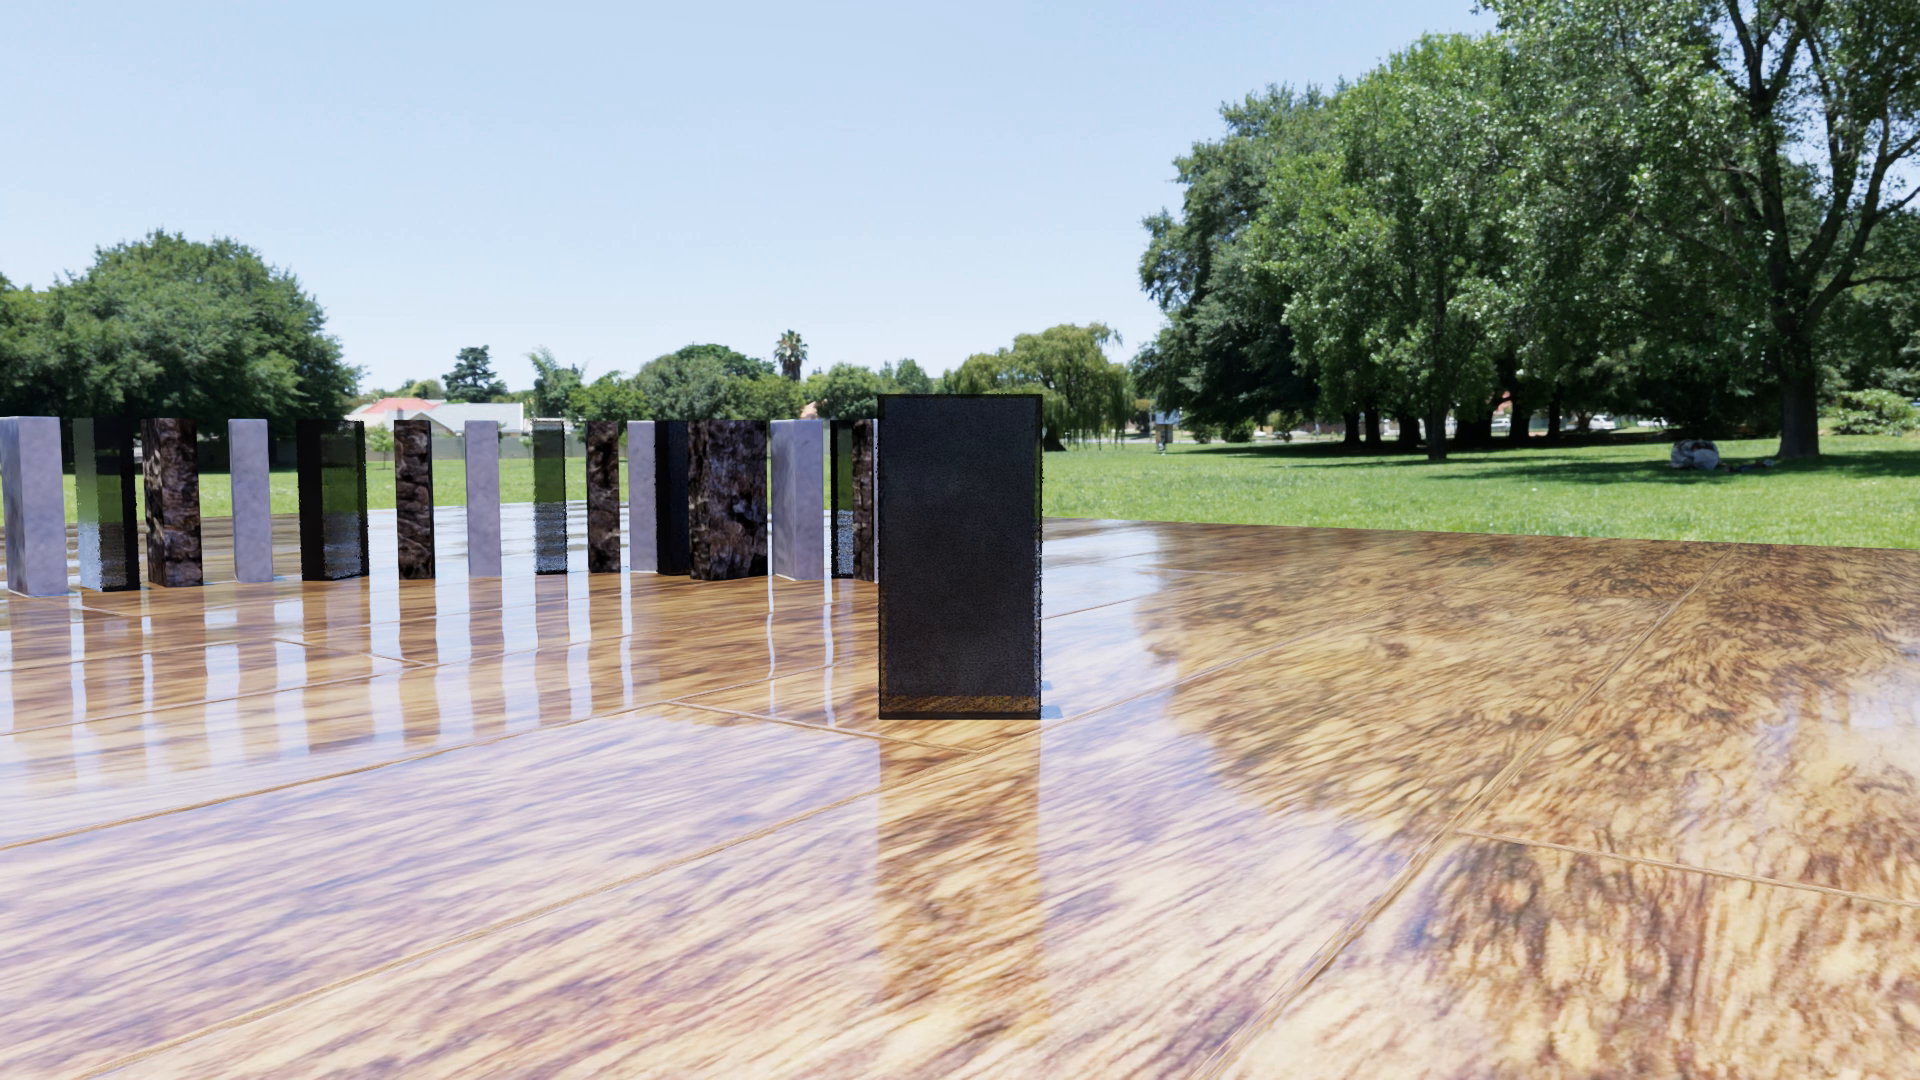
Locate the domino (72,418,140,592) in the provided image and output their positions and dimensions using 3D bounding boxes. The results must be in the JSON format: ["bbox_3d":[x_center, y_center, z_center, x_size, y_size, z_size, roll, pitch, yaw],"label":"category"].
[{"bbox_3d":[-0.252,-0.011,0.378,0.025,0.050,0.009,4,6,44],"label":"domino"}]

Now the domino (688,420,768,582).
[{"bbox_3d":[-0.074,-0.013,0.409,0.009,0.050,0.025,3,5,36],"label":"domino"}]

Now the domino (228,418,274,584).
[{"bbox_3d":[-0.223,-0.013,0.403,0.009,0.050,0.025,-3,5,-31],"label":"domino"}]

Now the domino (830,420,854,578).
[{"bbox_3d":[-0.035,-0.014,0.416,0.009,0.050,0.025,0,4,3],"label":"domino"}]

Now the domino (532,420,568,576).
[{"bbox_3d":[-0.137,-0.014,0.427,0.009,0.050,0.025,-2,5,-20],"label":"domino"}]

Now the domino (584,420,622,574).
[{"bbox_3d":[-0.121,-0.015,0.433,0.010,0.050,0.025,-1,5,-18],"label":"domino"}]

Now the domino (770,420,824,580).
[{"bbox_3d":[-0.052,-0.013,0.410,0.009,0.050,0.025,-2,5,-25],"label":"domino"}]

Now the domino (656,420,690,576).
[{"bbox_3d":[-0.086,-0.014,0.423,0.025,0.050,0.009,-3,6,-39],"label":"domino"}]

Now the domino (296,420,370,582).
[{"bbox_3d":[-0.200,-0.013,0.409,0.010,0.050,0.025,0,4,0],"label":"domino"}]

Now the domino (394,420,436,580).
[{"bbox_3d":[-0.175,-0.013,0.413,0.010,0.050,0.025,-2,5,-19],"label":"domino"}]

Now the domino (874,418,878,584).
[{"bbox_3d":[-0.013,-0.012,0.393,0.025,0.050,0.009,-2,5,-25],"label":"domino"}]

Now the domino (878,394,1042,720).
[{"bbox_3d":[0.000,0.002,0.201,0.025,0.050,0.009,0,4,0],"label":"domino"}]

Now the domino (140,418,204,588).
[{"bbox_3d":[-0.240,-0.012,0.390,0.010,0.050,0.025,-4,6,-43],"label":"domino"}]

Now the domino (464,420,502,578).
[{"bbox_3d":[-0.156,-0.014,0.420,0.009,0.050,0.025,-2,5,-22],"label":"domino"}]

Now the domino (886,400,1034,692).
[{"bbox_3d":[0.000,0.001,0.223,0.025,0.050,0.010,0,4,0],"label":"domino"}]

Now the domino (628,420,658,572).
[{"bbox_3d":[-0.103,-0.015,0.436,0.009,0.050,0.025,1,4,9],"label":"domino"}]

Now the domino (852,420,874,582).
[{"bbox_3d":[-0.021,-0.013,0.406,0.025,0.050,0.009,-4,6,-42],"label":"domino"}]

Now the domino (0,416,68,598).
[{"bbox_3d":[-0.264,-0.010,0.365,0.025,0.050,0.010,4,6,43],"label":"domino"}]
